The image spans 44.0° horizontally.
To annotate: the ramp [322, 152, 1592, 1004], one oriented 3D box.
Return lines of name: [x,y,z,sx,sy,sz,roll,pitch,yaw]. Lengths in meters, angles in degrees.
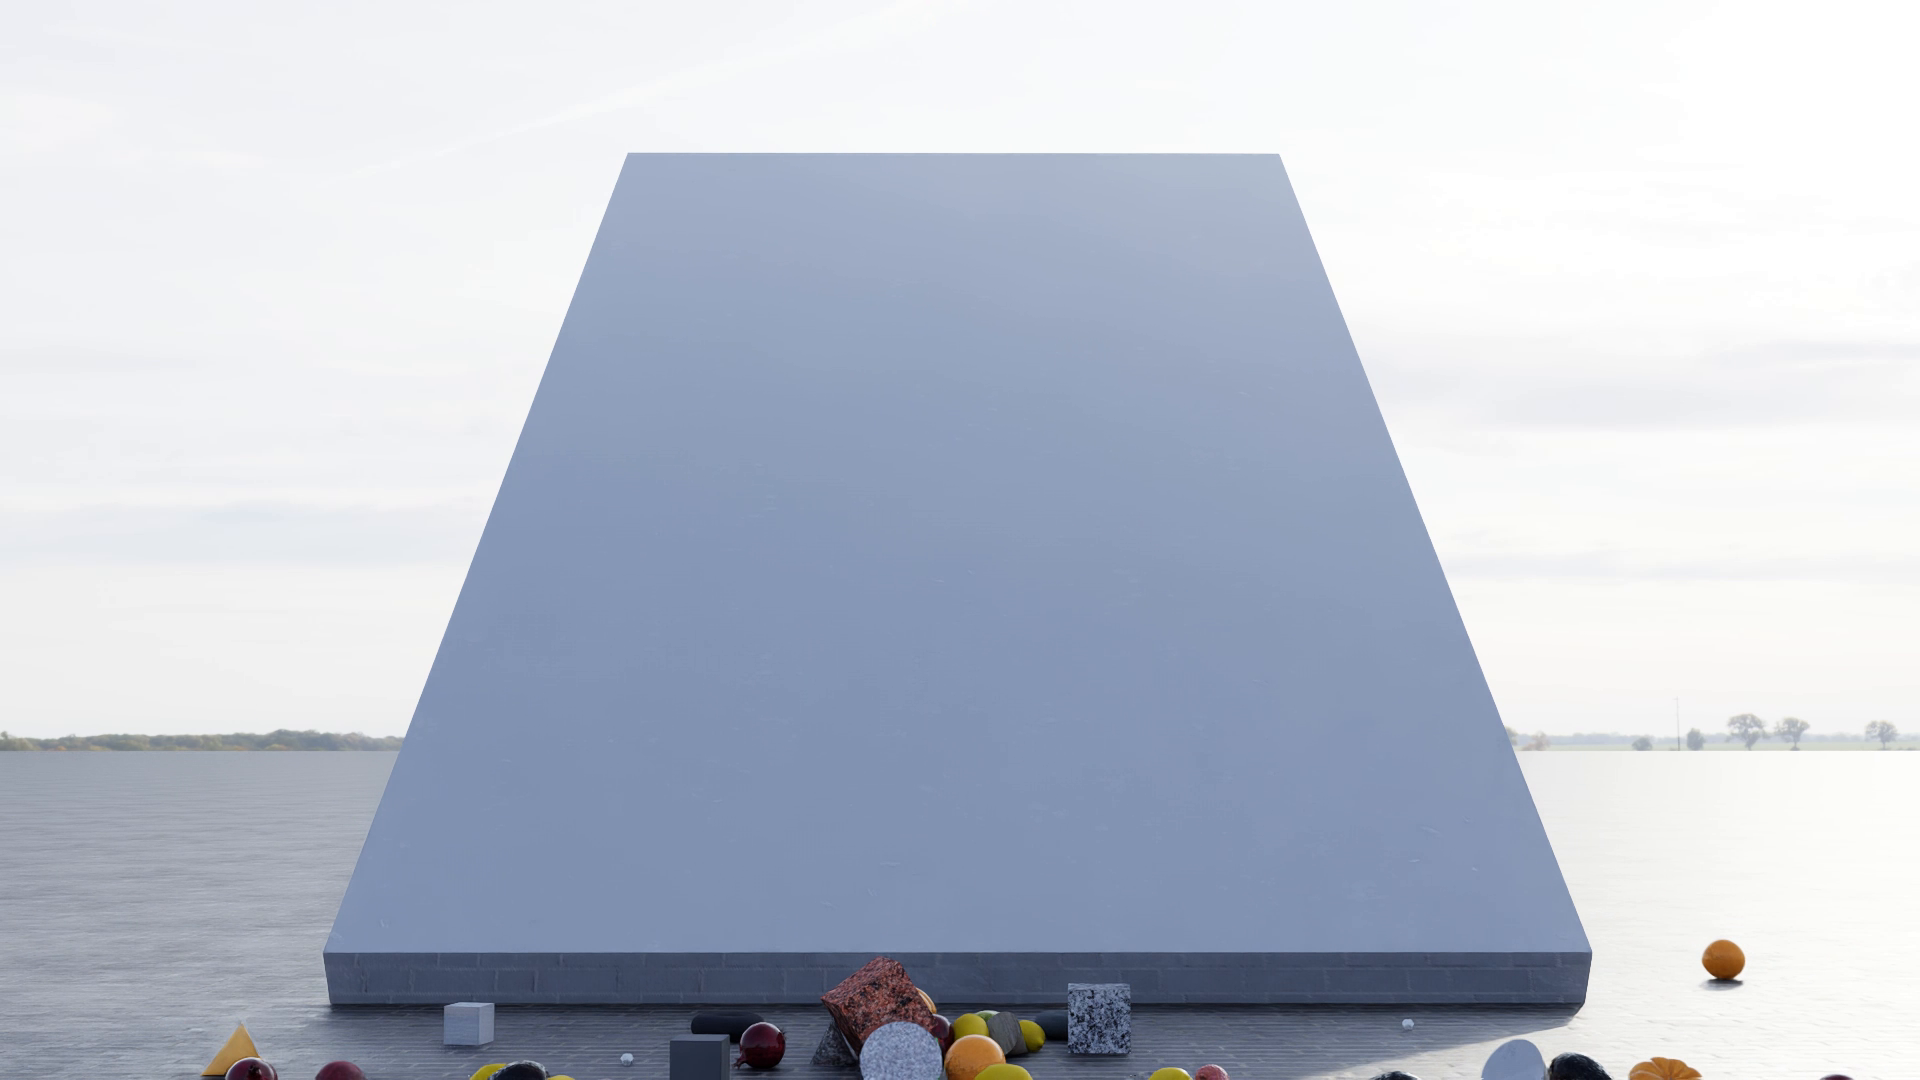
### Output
ramp: [-0.011,-0.225,5.540,2.000,0.100,4.000,0,27,0]

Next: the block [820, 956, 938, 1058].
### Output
block: [-0.106,0.611,3.084,0.096,0.096,0.096,-34,6,-18]

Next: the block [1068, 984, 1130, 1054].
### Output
block: [0.189,0.647,3.220,0.083,0.083,0.083,0,-5,3]

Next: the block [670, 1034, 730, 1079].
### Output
block: [-0.311,0.626,2.838,0.062,0.062,0.062,0,-5,4]

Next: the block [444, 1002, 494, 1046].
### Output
block: [-0.679,0.669,3.290,0.052,0.052,0.052,-1,-5,12]

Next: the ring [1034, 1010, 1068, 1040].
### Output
ring: [0.157,0.683,3.351,0.104,0.035,0.104,1,-5,0]

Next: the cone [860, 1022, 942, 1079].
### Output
cone: [-0.071,0.632,2.809,0.096,0.096,0.096,0,-32,-3]

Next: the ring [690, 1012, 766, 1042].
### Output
ring: [-0.325,0.682,3.329,0.104,0.035,0.104,1,-6,0]

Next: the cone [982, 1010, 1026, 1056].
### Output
cone: [0.072,0.669,3.153,0.065,0.065,0.065,-3,-41,33]

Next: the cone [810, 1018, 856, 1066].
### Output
cone: [-0.164,0.647,3.079,0.059,0.059,0.059,0,-5,0]

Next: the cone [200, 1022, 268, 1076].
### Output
cone: [-0.913,0.651,2.962,0.073,0.073,0.073,-27,4,-19]

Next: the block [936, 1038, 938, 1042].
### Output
block: [-0.062,0.638,2.922,0.051,0.051,0.051,4,-7,-42]
